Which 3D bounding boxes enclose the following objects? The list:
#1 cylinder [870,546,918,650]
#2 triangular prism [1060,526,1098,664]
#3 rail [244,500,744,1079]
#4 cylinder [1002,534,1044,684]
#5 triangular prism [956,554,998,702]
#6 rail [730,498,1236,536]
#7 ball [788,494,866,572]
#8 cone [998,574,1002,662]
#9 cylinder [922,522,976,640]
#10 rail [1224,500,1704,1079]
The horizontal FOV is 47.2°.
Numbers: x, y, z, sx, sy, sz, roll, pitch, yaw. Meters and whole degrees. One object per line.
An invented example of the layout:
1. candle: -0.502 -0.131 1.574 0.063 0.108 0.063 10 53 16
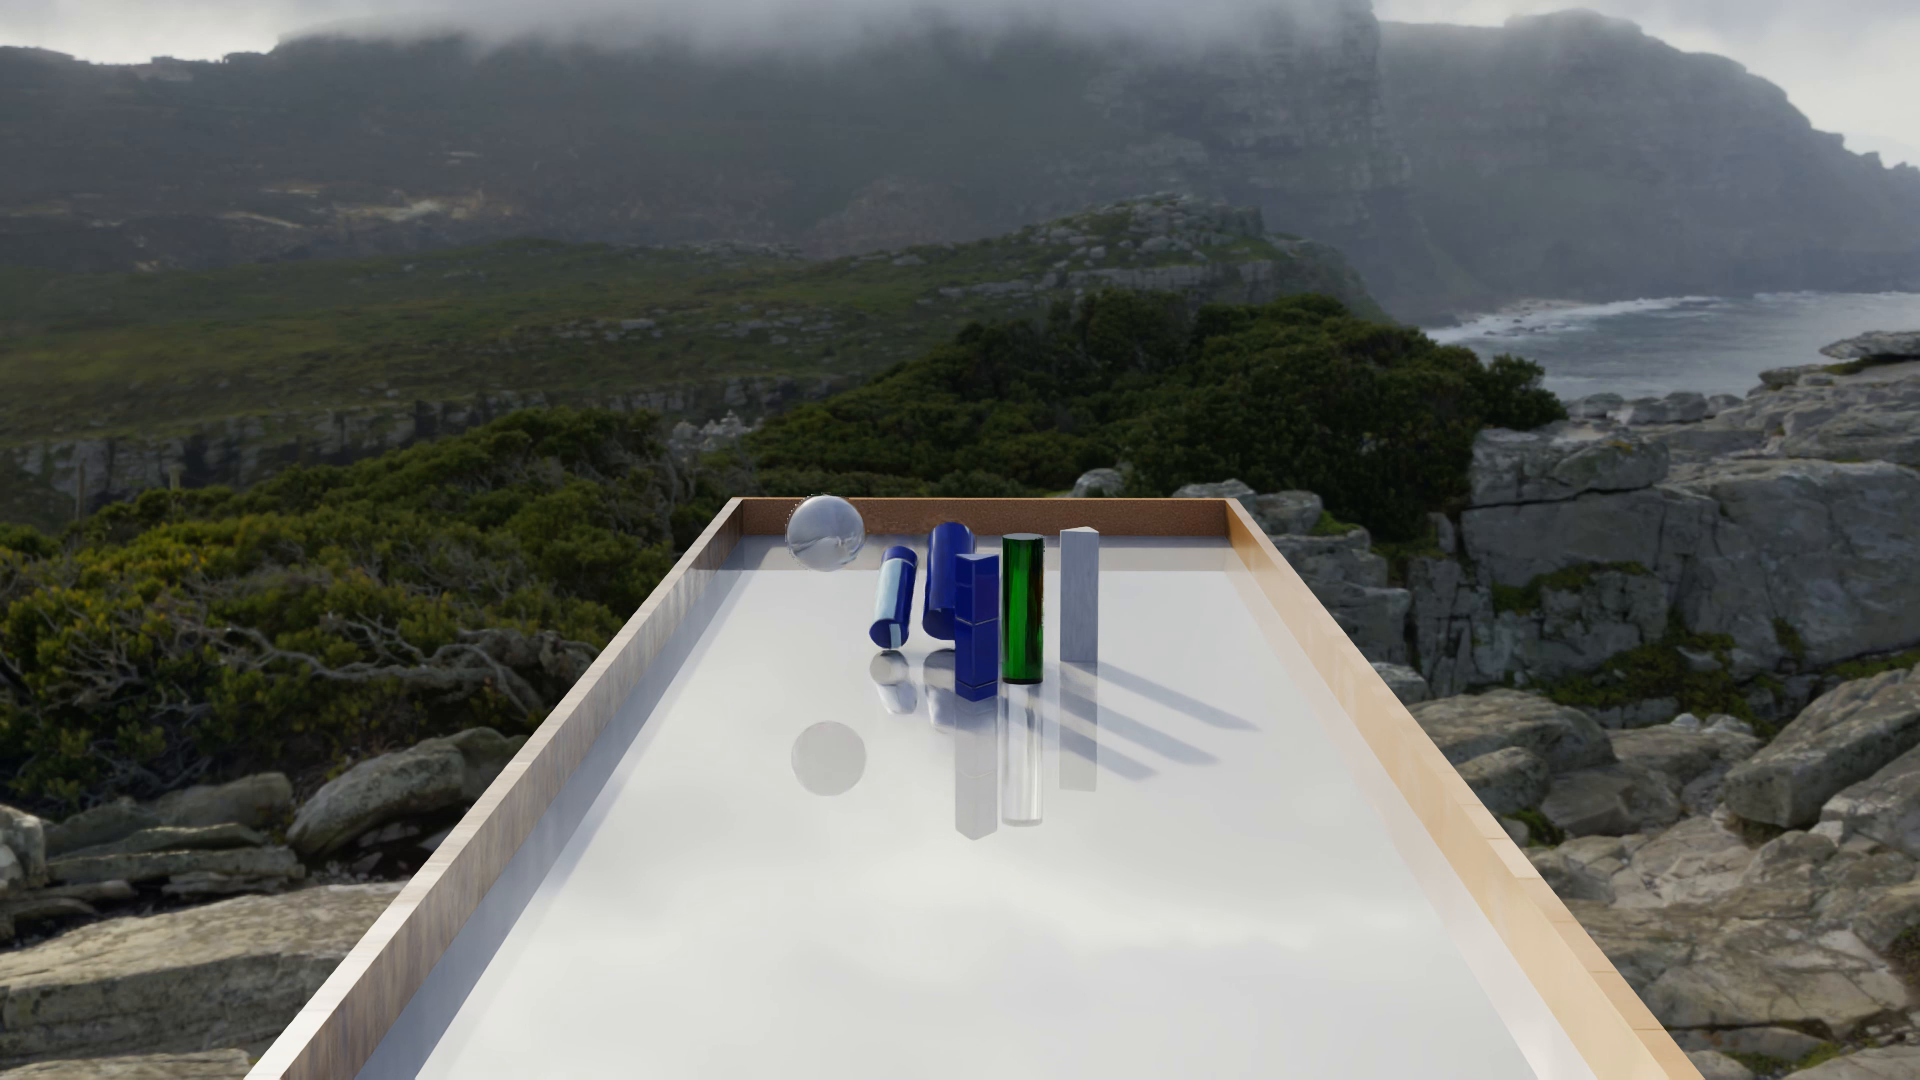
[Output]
1. cylinder: -0.208 0.180 6.972 0.121 0.121 0.374 1 37 4
2. triangular prism: 0.374 0.165 6.688 0.118 0.401 0.102 3 9 17
3. rail: -1.004 0.839 3.234 0.050 0.150 12.000 0 9 1
4. cylinder: 0.183 0.200 6.389 0.121 0.426 0.121 0 9 0
5. triangular prism: 0.030 0.242 6.198 0.104 0.402 0.120 6 11 35
6. rail: 0.099 -0.098 9.147 2.100 0.150 0.050 0 9 1
7. ball: -0.415 -0.020 6.833 0.241 0.241 0.241 0 9 0
8. cone: 0.132 0.186 6.689 0.144 0.343 0.144 7 10 -1
9. cylinder: -0.035 0.130 7.011 0.150 0.150 0.377 1 45 4
10. rail: 1.046 0.843 3.208 0.050 0.150 12.000 0 9 1
